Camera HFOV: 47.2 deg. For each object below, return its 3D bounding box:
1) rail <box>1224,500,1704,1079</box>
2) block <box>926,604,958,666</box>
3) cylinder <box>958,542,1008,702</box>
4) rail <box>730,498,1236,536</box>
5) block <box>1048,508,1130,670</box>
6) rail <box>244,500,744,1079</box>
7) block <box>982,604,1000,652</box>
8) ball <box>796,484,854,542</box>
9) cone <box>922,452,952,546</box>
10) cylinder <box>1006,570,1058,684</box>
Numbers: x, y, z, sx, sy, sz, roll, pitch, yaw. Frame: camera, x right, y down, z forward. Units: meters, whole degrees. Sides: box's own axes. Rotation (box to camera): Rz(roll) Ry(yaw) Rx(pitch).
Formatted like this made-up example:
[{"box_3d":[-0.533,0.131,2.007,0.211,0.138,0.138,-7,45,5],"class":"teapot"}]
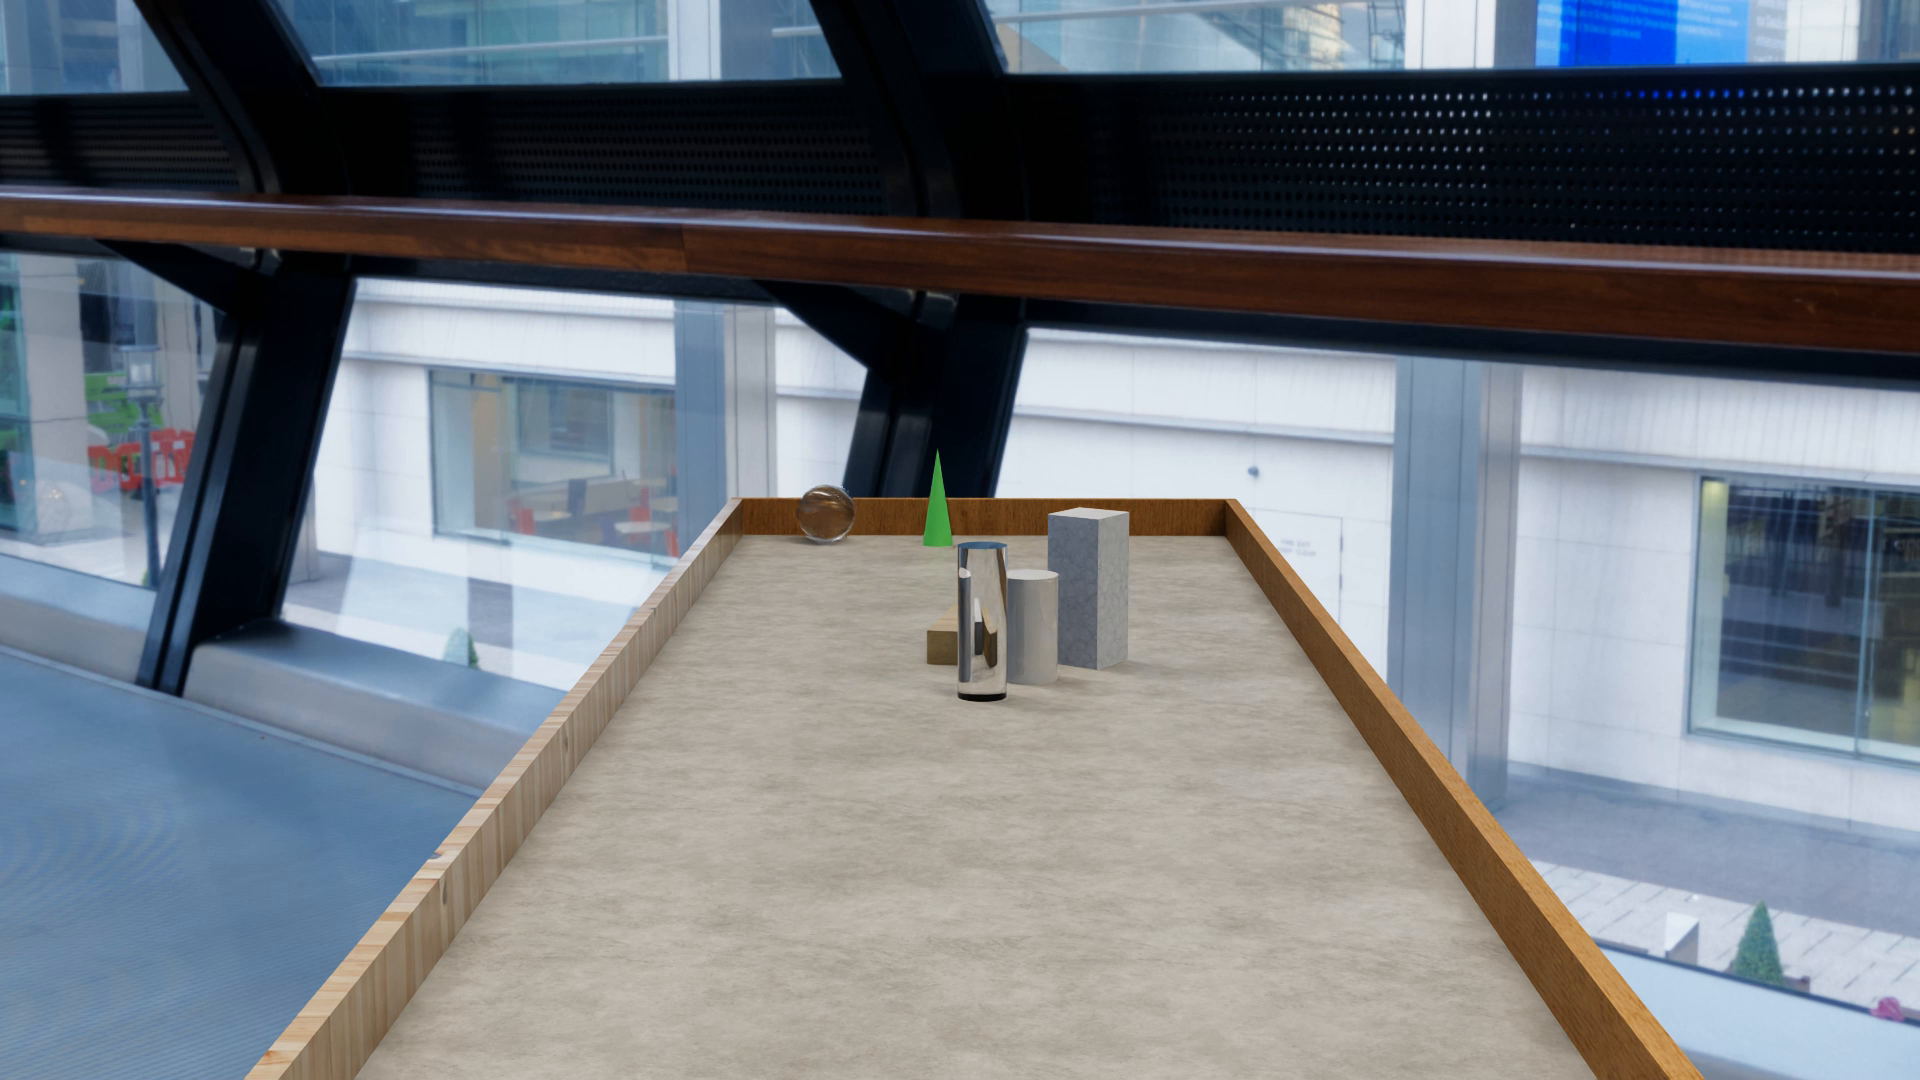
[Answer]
[{"box_3d":[1.046,0.843,3.208,0.050,0.150,12.000,0,9,1],"class":"rail"},{"box_3d":[-0.007,0.292,6.835,0.104,0.104,0.435,2,9,11],"class":"block"},{"box_3d":[0.063,0.229,6.186,0.139,0.432,0.139,0,9,0],"class":"cylinder"},{"box_3d":[0.099,-0.098,9.147,2.100,0.150,0.050,0,9,1],"class":"rail"},{"box_3d":[0.387,0.144,6.649,0.178,0.455,0.178,6,11,35],"class":"block"},{"box_3d":[-1.004,0.839,3.234,0.050,0.150,12.000,0,9,1],"class":"rail"},{"box_3d":[0.163,0.266,6.998,0.104,0.104,0.392,2,9,13],"class":"block"},{"box_3d":[-0.546,-0.110,8.952,0.235,0.235,0.235,0,9,0],"class":"ball"},{"box_3d":[-0.090,-0.177,8.868,0.124,0.394,0.124,0,9,0],"class":"cone"},{"box_3d":[0.200,0.253,6.423,0.172,0.310,0.172,0,9,0],"class":"cylinder"}]
